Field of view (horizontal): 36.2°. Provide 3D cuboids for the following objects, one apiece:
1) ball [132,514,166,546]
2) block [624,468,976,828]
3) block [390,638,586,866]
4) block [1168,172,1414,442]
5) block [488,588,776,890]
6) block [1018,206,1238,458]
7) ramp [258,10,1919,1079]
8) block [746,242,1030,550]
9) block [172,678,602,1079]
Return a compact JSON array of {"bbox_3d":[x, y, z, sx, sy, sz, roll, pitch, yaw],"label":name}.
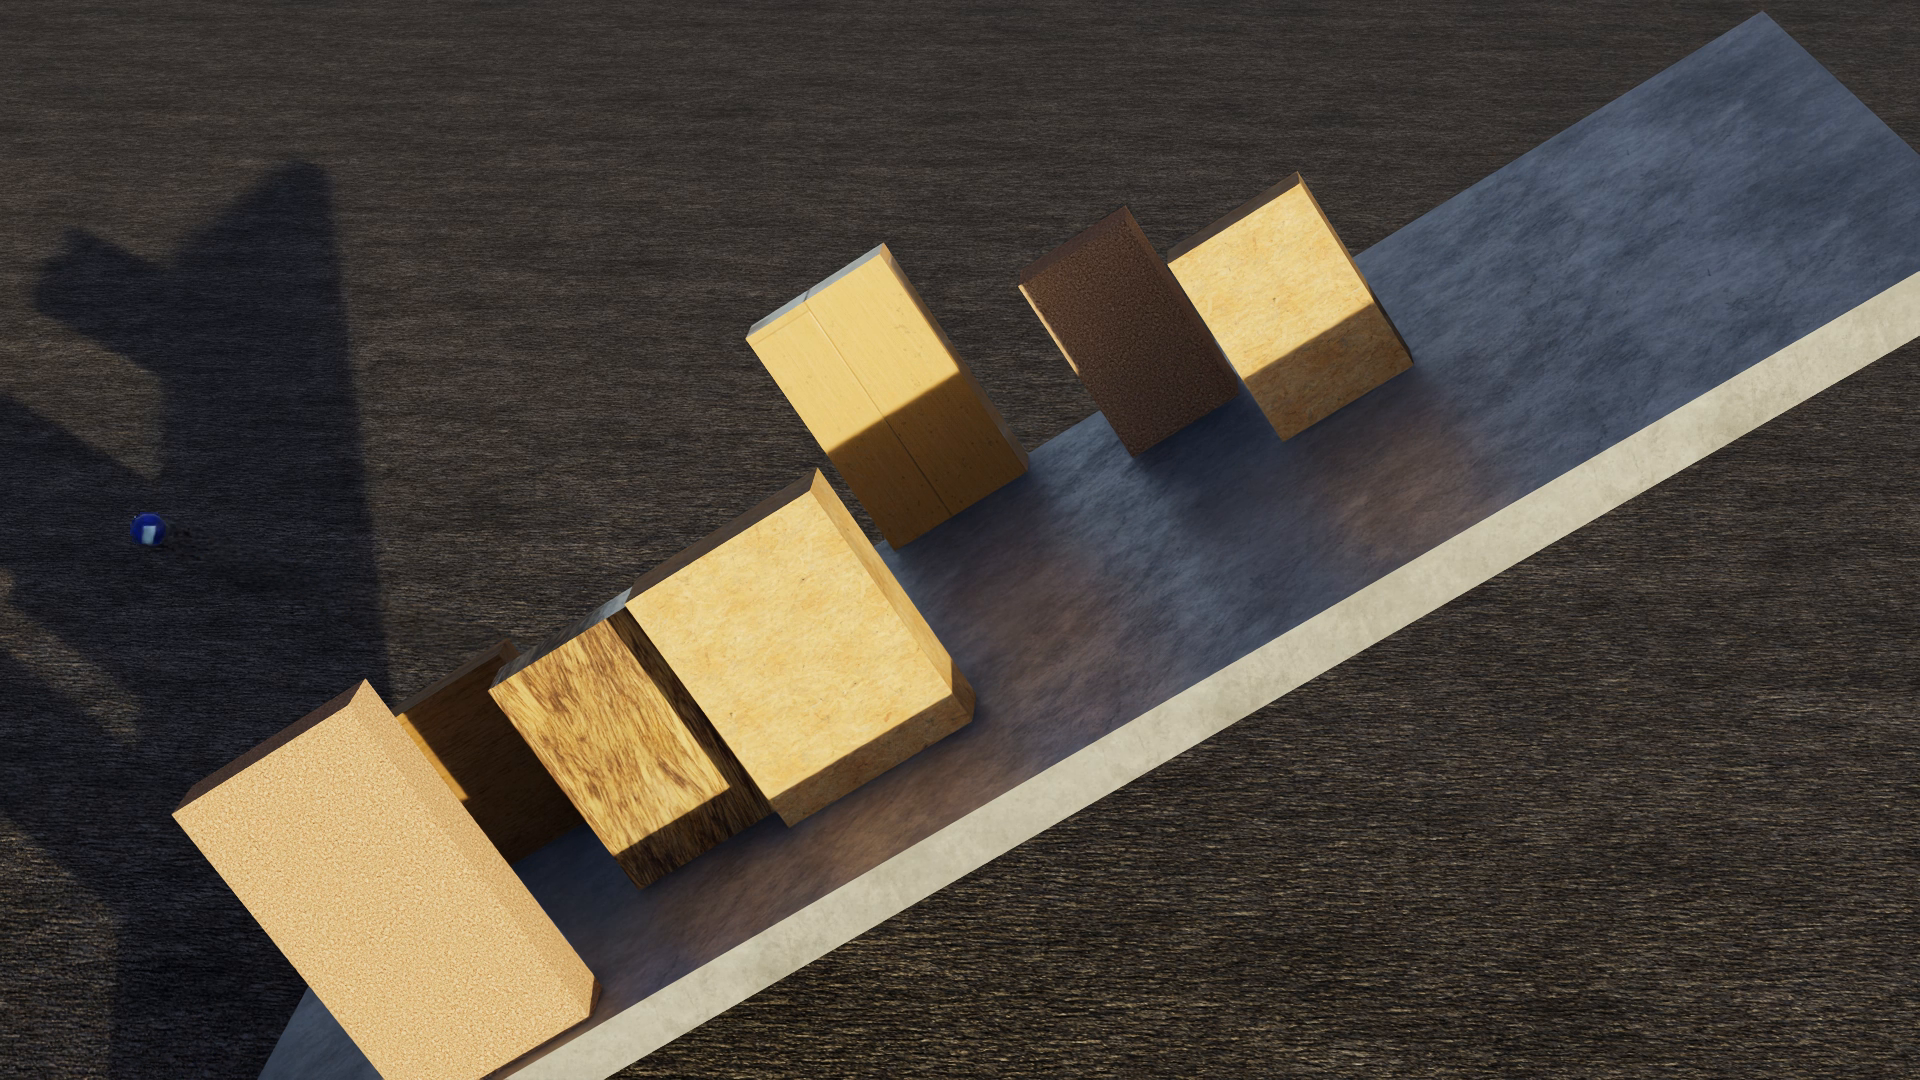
[{"bbox_3d":[-2.748,-0.034,9.971,0.113,0.113,0.113,0,20,0],"label":"ball"},{"bbox_3d":[-0.311,0.217,5.821,0.441,0.567,0.136,-31,15,14],"label":"block"},{"bbox_3d":[-1.082,0.516,6.781,0.400,0.443,0.097,-31,15,14],"label":"block"},{"bbox_3d":[0.682,-0.480,6.075,0.314,0.452,0.111,-31,15,14],"label":"block"},{"bbox_3d":[-0.634,0.392,6.042,0.419,0.531,0.121,-31,15,14],"label":"block"},{"bbox_3d":[0.381,-0.469,6.632,0.280,0.476,0.141,-31,15,14],"label":"block"},{"bbox_3d":[0.139,0.171,6.296,4.000,0.100,2.000,-31,15,14],"label":"ramp"},{"bbox_3d":[-0.171,-0.342,7.100,0.386,0.639,0.109,-31,15,14],"label":"block"},{"bbox_3d":[-1.087,0.693,5.622,0.423,0.768,0.126,-31,15,14],"label":"block"}]
